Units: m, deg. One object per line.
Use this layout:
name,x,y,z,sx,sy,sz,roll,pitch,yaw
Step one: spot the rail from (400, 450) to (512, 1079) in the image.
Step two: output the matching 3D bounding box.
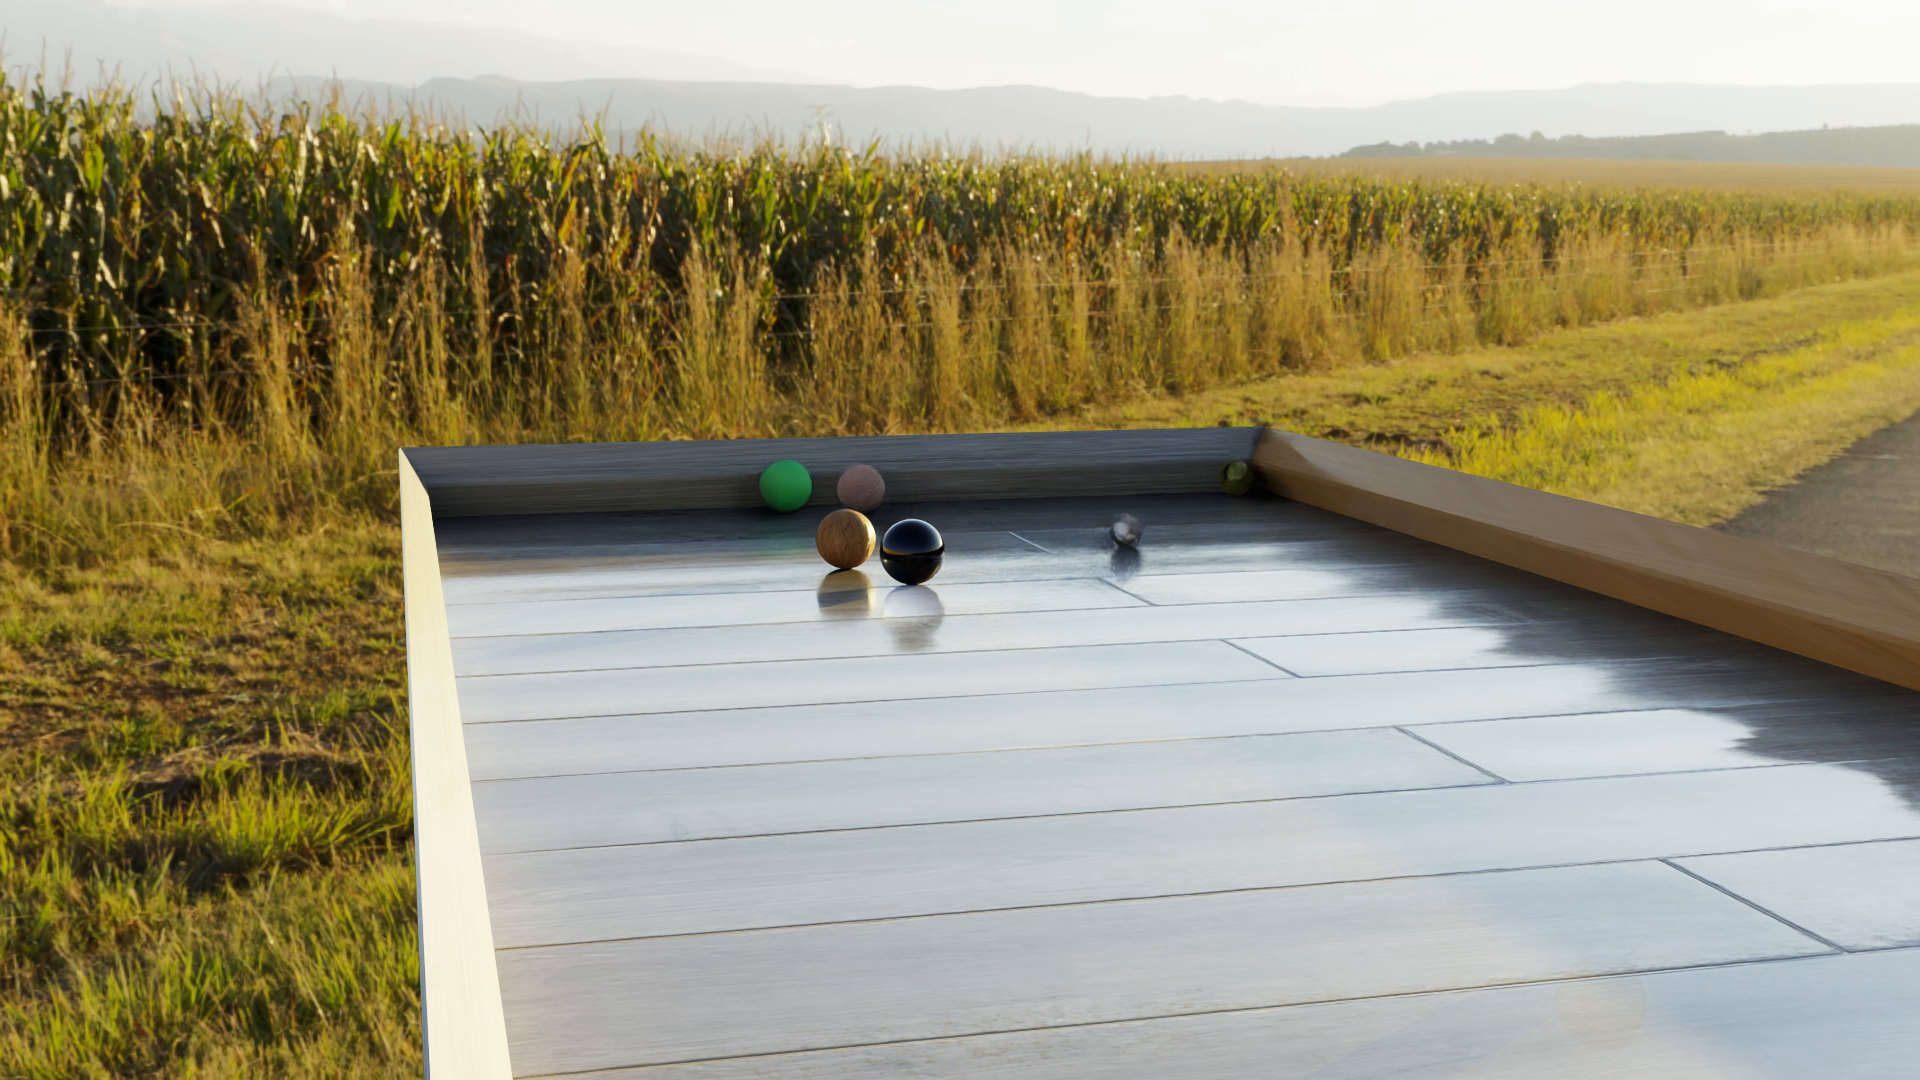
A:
rail,-0.578,0.119,2.393,0.045,0.125,3.198,-2,8,-14

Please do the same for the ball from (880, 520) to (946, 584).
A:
ball,-0.069,0.017,3.200,0.096,0.096,0.096,0,8,0

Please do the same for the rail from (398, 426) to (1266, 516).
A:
rail,-0.193,-0.128,4.100,1.651,0.125,0.045,-2,8,-14

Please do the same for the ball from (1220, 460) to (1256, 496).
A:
ball,0.536,-0.119,4.243,0.067,0.067,0.067,0,8,0

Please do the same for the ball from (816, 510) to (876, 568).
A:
ball,-0.174,-0.001,3.347,0.091,0.091,0.091,0,8,0

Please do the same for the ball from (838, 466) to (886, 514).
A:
ball,-0.179,-0.091,3.980,0.087,0.087,0.087,0,8,0

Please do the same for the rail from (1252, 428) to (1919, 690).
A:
rail,0.975,0.062,2.788,0.045,0.125,3.198,-2,8,-14

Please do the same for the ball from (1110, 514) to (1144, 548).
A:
ball,0.270,-0.014,3.568,0.053,0.053,0.053,0,8,0

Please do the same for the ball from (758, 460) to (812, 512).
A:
ball,-0.318,-0.098,4.000,0.096,0.096,0.096,0,8,0
